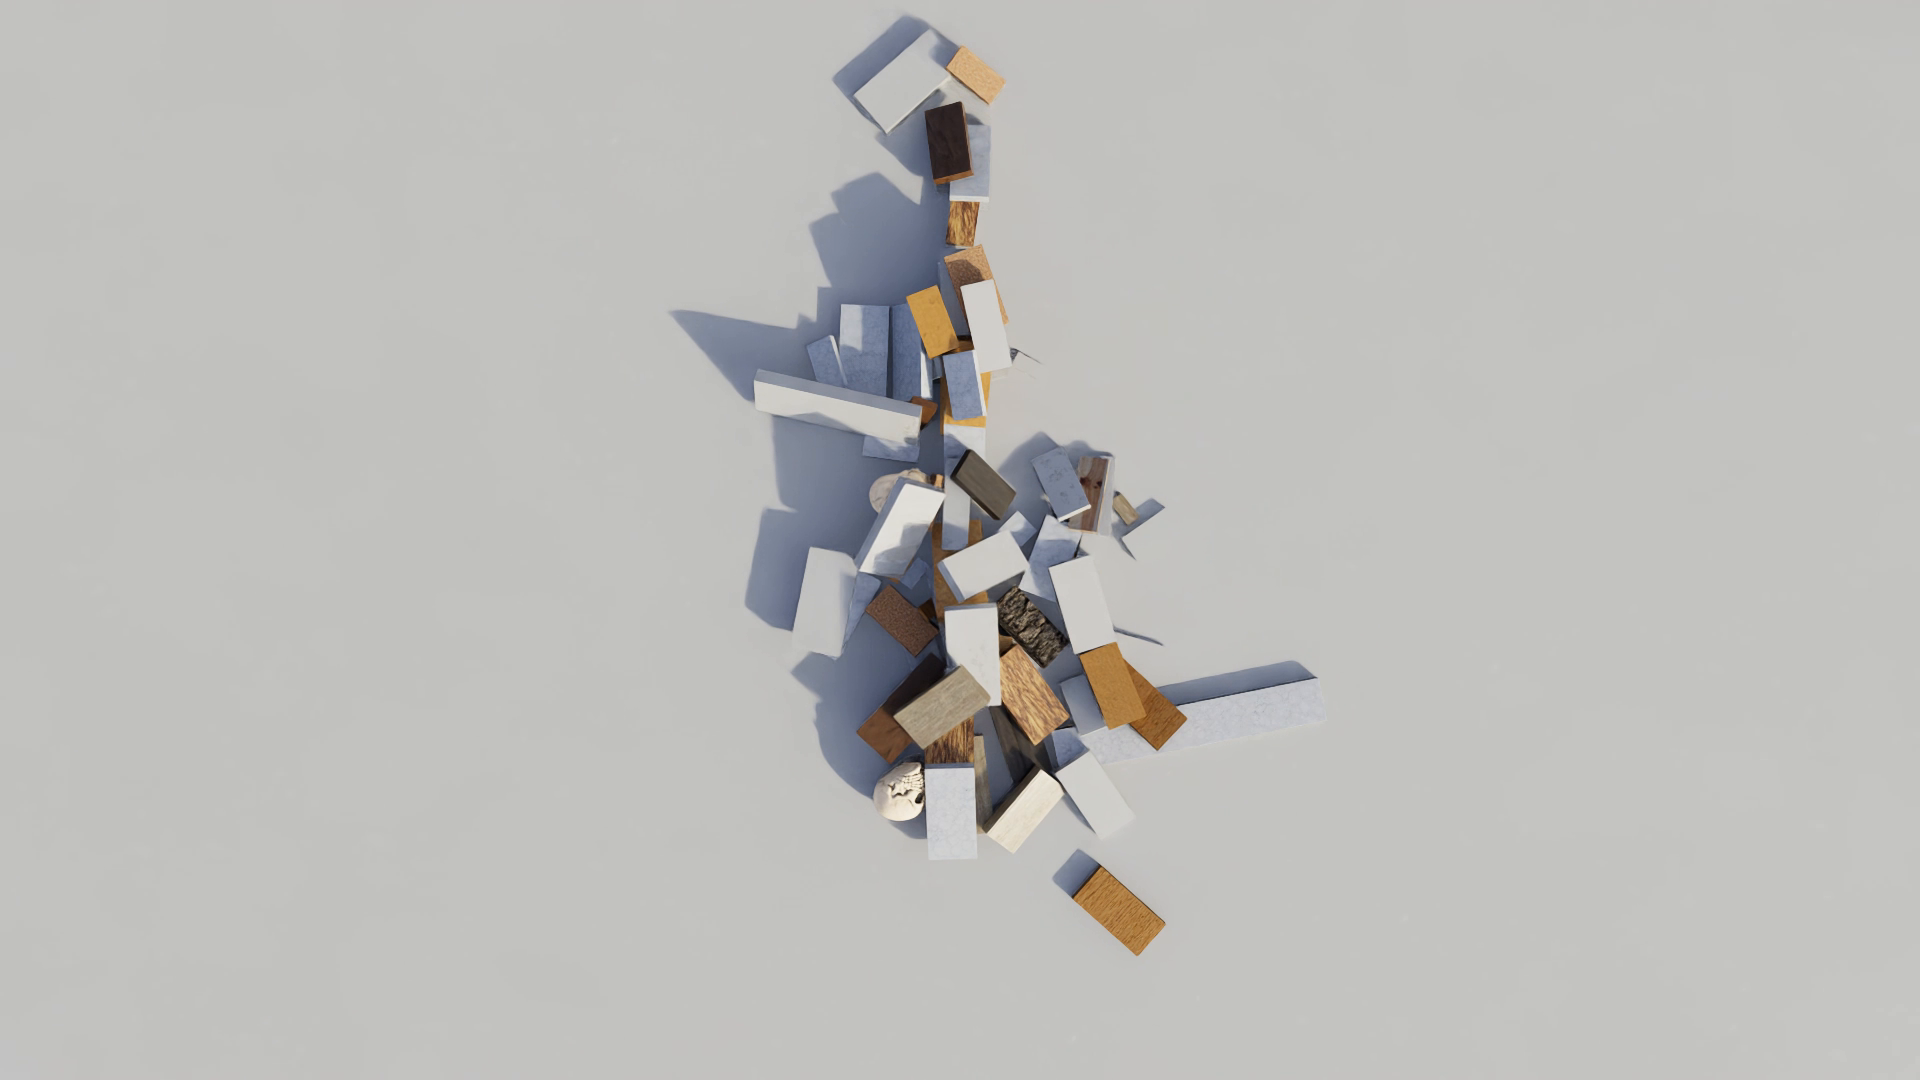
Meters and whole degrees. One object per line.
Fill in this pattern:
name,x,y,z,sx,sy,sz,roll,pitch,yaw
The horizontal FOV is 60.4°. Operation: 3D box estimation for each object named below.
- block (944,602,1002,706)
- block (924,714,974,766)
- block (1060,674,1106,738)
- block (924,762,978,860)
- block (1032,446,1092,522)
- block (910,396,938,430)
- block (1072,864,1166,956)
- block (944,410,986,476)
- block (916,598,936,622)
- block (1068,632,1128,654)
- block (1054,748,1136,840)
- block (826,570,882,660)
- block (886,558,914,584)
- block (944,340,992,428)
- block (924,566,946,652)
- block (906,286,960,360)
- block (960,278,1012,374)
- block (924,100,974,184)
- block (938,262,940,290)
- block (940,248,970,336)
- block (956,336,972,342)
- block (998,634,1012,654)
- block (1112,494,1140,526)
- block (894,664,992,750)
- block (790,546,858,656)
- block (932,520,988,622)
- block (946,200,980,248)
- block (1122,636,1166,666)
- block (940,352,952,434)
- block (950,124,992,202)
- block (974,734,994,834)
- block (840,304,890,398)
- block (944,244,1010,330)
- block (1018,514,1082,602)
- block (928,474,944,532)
block,0.040,0.372,5.297,0.167,0.047,0.334,-4,107,-4
block,-0.035,0.596,5.444,0.161,0.046,0.321,-1,79,1
block,0.408,0.546,5.462,0.095,0.027,0.190,-21,76,-2
block,-0.029,0.889,5.405,0.161,0.046,0.321,-2,105,2
block,0.333,-0.186,5.441,0.114,0.032,0.229,-25,70,4
block,-0.139,-0.416,5.410,0.086,0.171,0.024,19,67,-11
block,0.528,1.231,5.480,0.287,0.041,0.144,42,90,0
block,0.014,-0.294,5.444,0.136,0.039,0.272,0,106,0
block,-0.090,0.222,5.455,0.054,0.015,0.109,52,46,4
block,0.458,0.337,5.487,0.182,0.026,0.091,16,90,0
block,0.446,0.839,5.454,0.139,0.039,0.277,-34,99,4
block,-0.401,0.230,5.478,0.152,0.043,0.304,31,90,0
block,-0.203,0.091,5.493,0.050,0.014,0.100,33,90,0
block,0.029,-0.507,5.365,0.136,0.039,0.272,6,93,0
block,0.004,0.229,5.410,0.167,0.047,0.334,-14,66,0
block,-0.086,-0.704,5.327,0.107,0.030,0.213,-21,89,3
block,0.084,-0.687,5.301,0.107,0.030,0.284,-13,101,-1
block,-0.036,-1.307,5.429,0.130,0.037,0.259,-12,72,14
block,0.001,-0.775,5.441,0.140,0.040,0.279,-2,104,0
block,0.007,-0.806,5.371,0.140,0.040,0.279,-1,92,0
block,0.004,-0.591,5.447,0.140,0.040,0.279,-1,104,0
block,0.096,0.413,5.429,0.106,0.030,0.212,13,87,-6
block,0.548,-0.102,5.493,0.050,0.014,0.101,-38,90,0
block,-0.058,0.536,5.291,0.293,0.042,0.147,-37,99,25
block,-0.443,0.202,5.433,0.168,0.048,0.337,11,90,0
block,-0.002,0.101,5.410,0.167,0.047,0.334,-4,66,0
block,0.011,-1.068,5.460,0.094,0.027,0.187,8,90,0
block,0.614,0.369,5.491,0.134,0.019,0.067,17,90,0
block,0.003,-0.487,5.432,0.136,0.039,0.272,0,105,0
block,0.035,-1.246,5.449,0.130,0.037,0.259,2,75,0
block,0.016,0.816,5.477,0.161,0.046,0.321,-7,90,0
block,-0.320,-0.617,5.477,0.161,0.046,0.321,2,90,0
block,0.054,-0.807,5.333,0.130,0.037,0.267,-20,92,1
block,0.302,0.060,5.463,0.131,0.037,0.262,21,92,2
block,-0.094,-0.124,5.452,0.026,0.093,0.186,13,90,-14
